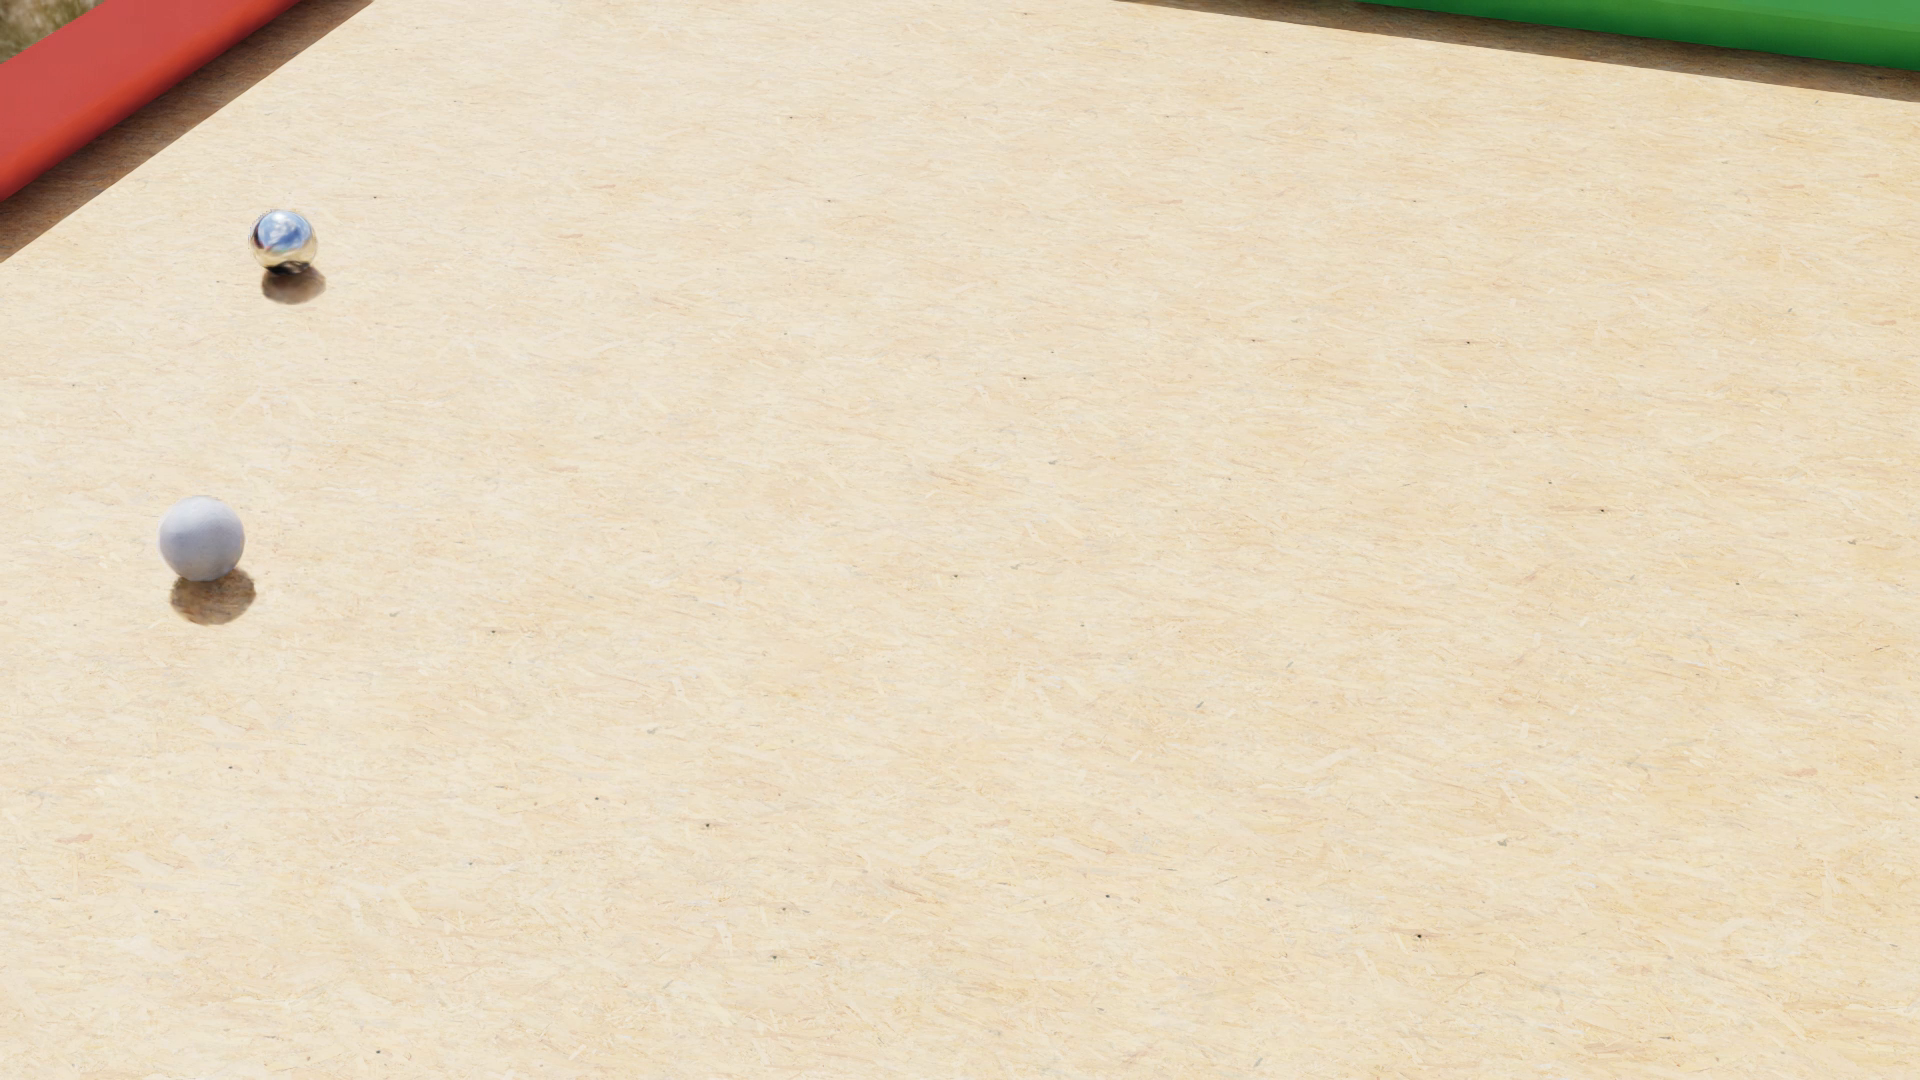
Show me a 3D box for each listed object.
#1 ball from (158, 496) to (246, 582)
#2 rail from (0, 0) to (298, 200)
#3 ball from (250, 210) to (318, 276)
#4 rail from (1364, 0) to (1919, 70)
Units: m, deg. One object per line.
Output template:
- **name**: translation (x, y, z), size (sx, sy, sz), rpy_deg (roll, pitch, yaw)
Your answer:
- **ball**: translation (-0.587, 0.000, 1.986), size (0.066, 0.066, 0.066), rpy_deg (0, 33, 0)
- **rail**: translation (-1.036, -0.224, 2.267), size (0.045, 0.127, 2.558), rpy_deg (11, 35, 16)
- **ball**: translation (-0.635, -0.279, 2.412), size (0.062, 0.062, 0.062), rpy_deg (0, 33, 0)
- **rail**: translation (1.468, -0.480, 2.655), size (4.480, 0.127, 0.045), rpy_deg (11, 35, 16)
